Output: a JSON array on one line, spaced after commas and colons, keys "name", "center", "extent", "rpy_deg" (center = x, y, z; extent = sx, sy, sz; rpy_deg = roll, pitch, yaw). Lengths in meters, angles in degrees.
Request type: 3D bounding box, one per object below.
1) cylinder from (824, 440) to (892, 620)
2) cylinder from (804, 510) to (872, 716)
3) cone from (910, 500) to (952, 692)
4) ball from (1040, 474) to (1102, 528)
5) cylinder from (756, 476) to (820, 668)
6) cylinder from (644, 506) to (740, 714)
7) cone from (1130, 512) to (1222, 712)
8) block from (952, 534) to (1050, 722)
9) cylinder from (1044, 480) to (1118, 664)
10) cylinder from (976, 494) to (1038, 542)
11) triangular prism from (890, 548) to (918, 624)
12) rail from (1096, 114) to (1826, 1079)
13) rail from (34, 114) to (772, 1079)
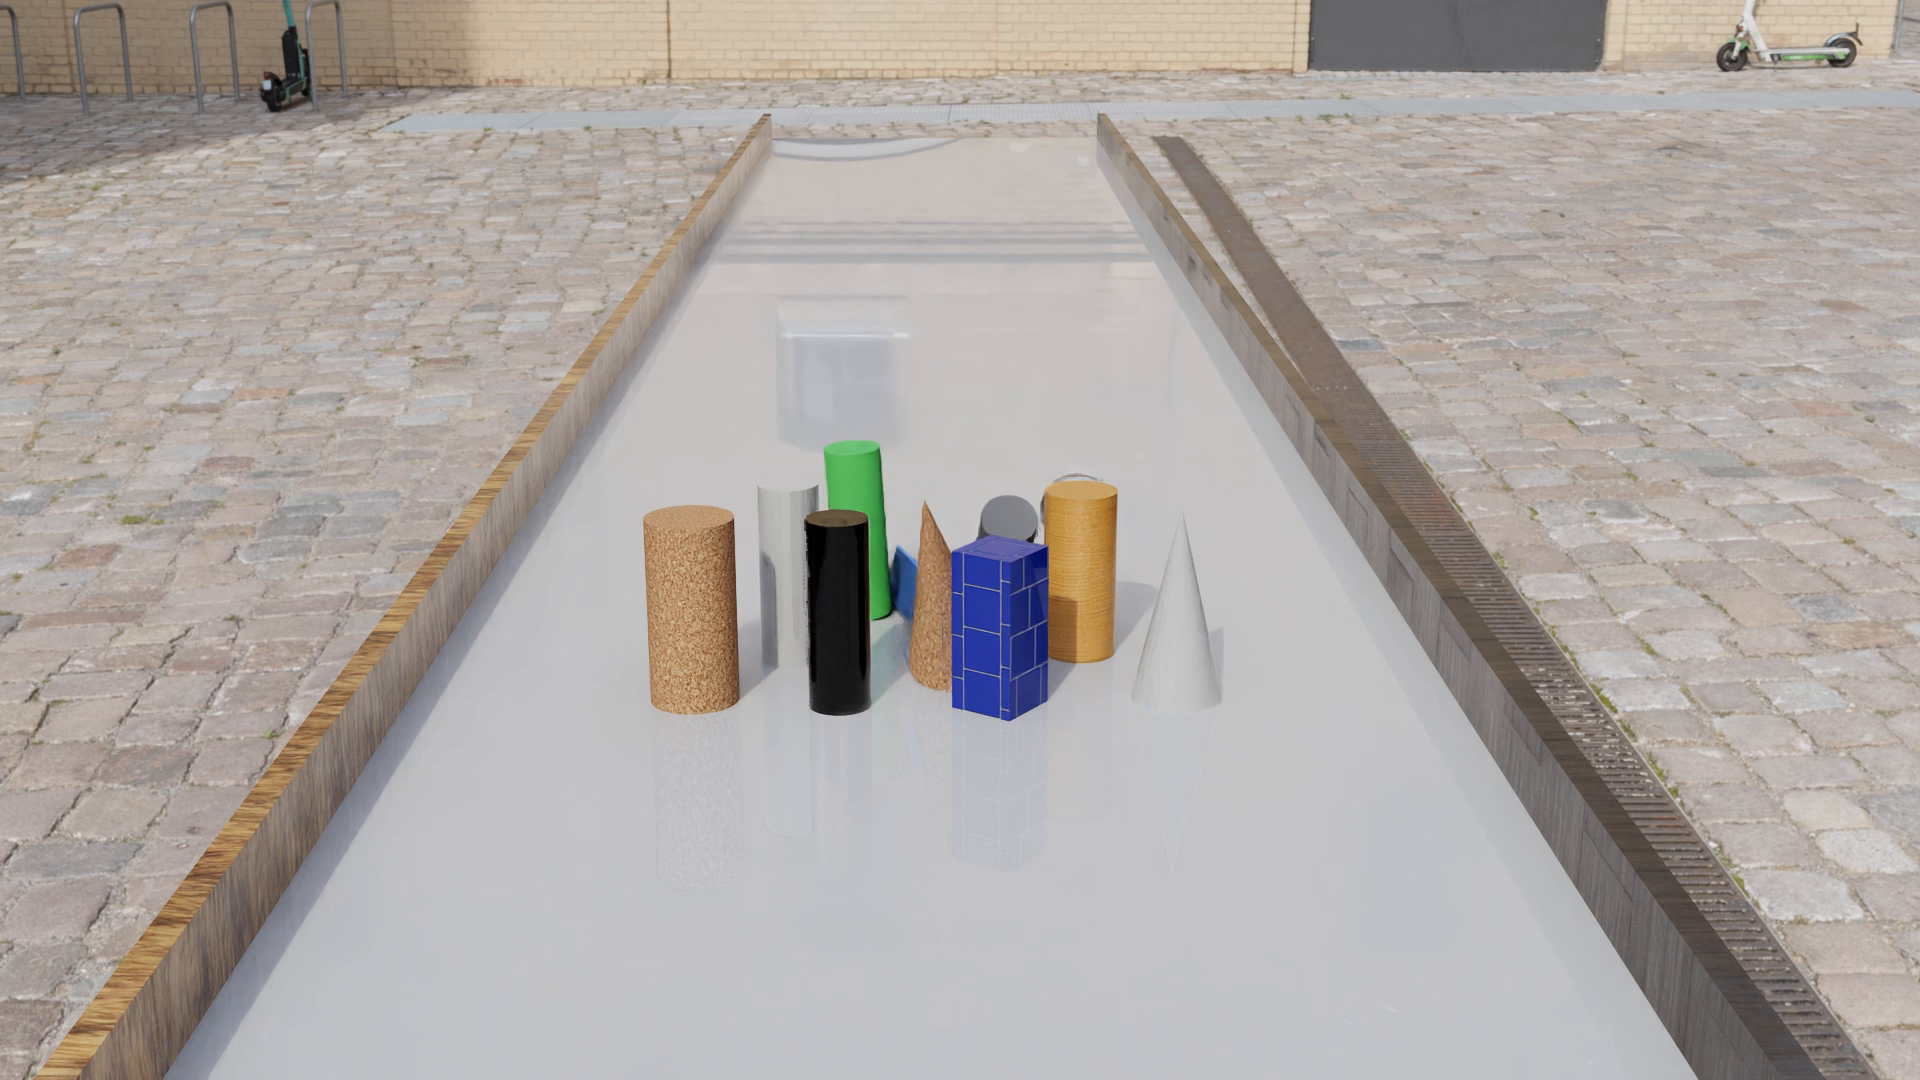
[{"name": "cylinder", "center": [-0.215, -0.020, 4.646], "extent": [0.118, 0.363, 0.118], "rpy_deg": [-3, 18, 1]}, {"name": "cylinder", "center": [-0.228, 0.136, 4.123], "extent": [0.118, 0.369, 0.118], "rpy_deg": [0, 17, 0]}, {"name": "cone", "center": [-0.038, 0.077, 4.160], "extent": [0.178, 0.425, 0.178], "rpy_deg": [-6, 42, 5]}, {"name": "ball", "center": [0.245, -0.059, 4.570], "extent": [0.161, 0.161, 0.161], "rpy_deg": [0, 17, 0]}, {"name": "cylinder", "center": [-0.339, 0.063, 4.377], "extent": [0.122, 0.364, 0.122], "rpy_deg": [0, 17, 0]}, {"name": "cylinder", "center": [-0.506, 0.131, 4.154], "extent": [0.169, 0.361, 0.169], "rpy_deg": [0, 17, 0]}, {"name": "cone", "center": [0.415, 0.120, 4.166], "extent": [0.177, 0.375, 0.177], "rpy_deg": [0, 17, 0]}, {"name": "block", "center": [0.076, 0.164, 4.133], "extent": [0.131, 0.309, 0.131], "rpy_deg": [11, 20, 33]}, {"name": "cylinder", "center": [0.241, 0.063, 4.418], "extent": [0.146, 0.340, 0.146], "rpy_deg": [0, 17, 0]}, {"name": "cylinder", "center": [0.084, 0.046, 4.499], "extent": [0.114, 0.338, 0.114], "rpy_deg": [2, 59, -4]}, {"name": "triangular prism", "center": [-0.076, 0.097, 4.587], "extent": [0.113, 0.098, 0.450], "rpy_deg": [-19, 13, -8]}, {"name": "rail", "center": [0.932, -0.844, 7.801], "extent": [0.050, 0.150, 12.000], "rpy_deg": [0, 17, -1]}, {"name": "rail", "center": [-1.118, -0.838, 7.780], "extent": [0.050, 0.150, 12.000], "rpy_deg": [0, 17, -1]}]
